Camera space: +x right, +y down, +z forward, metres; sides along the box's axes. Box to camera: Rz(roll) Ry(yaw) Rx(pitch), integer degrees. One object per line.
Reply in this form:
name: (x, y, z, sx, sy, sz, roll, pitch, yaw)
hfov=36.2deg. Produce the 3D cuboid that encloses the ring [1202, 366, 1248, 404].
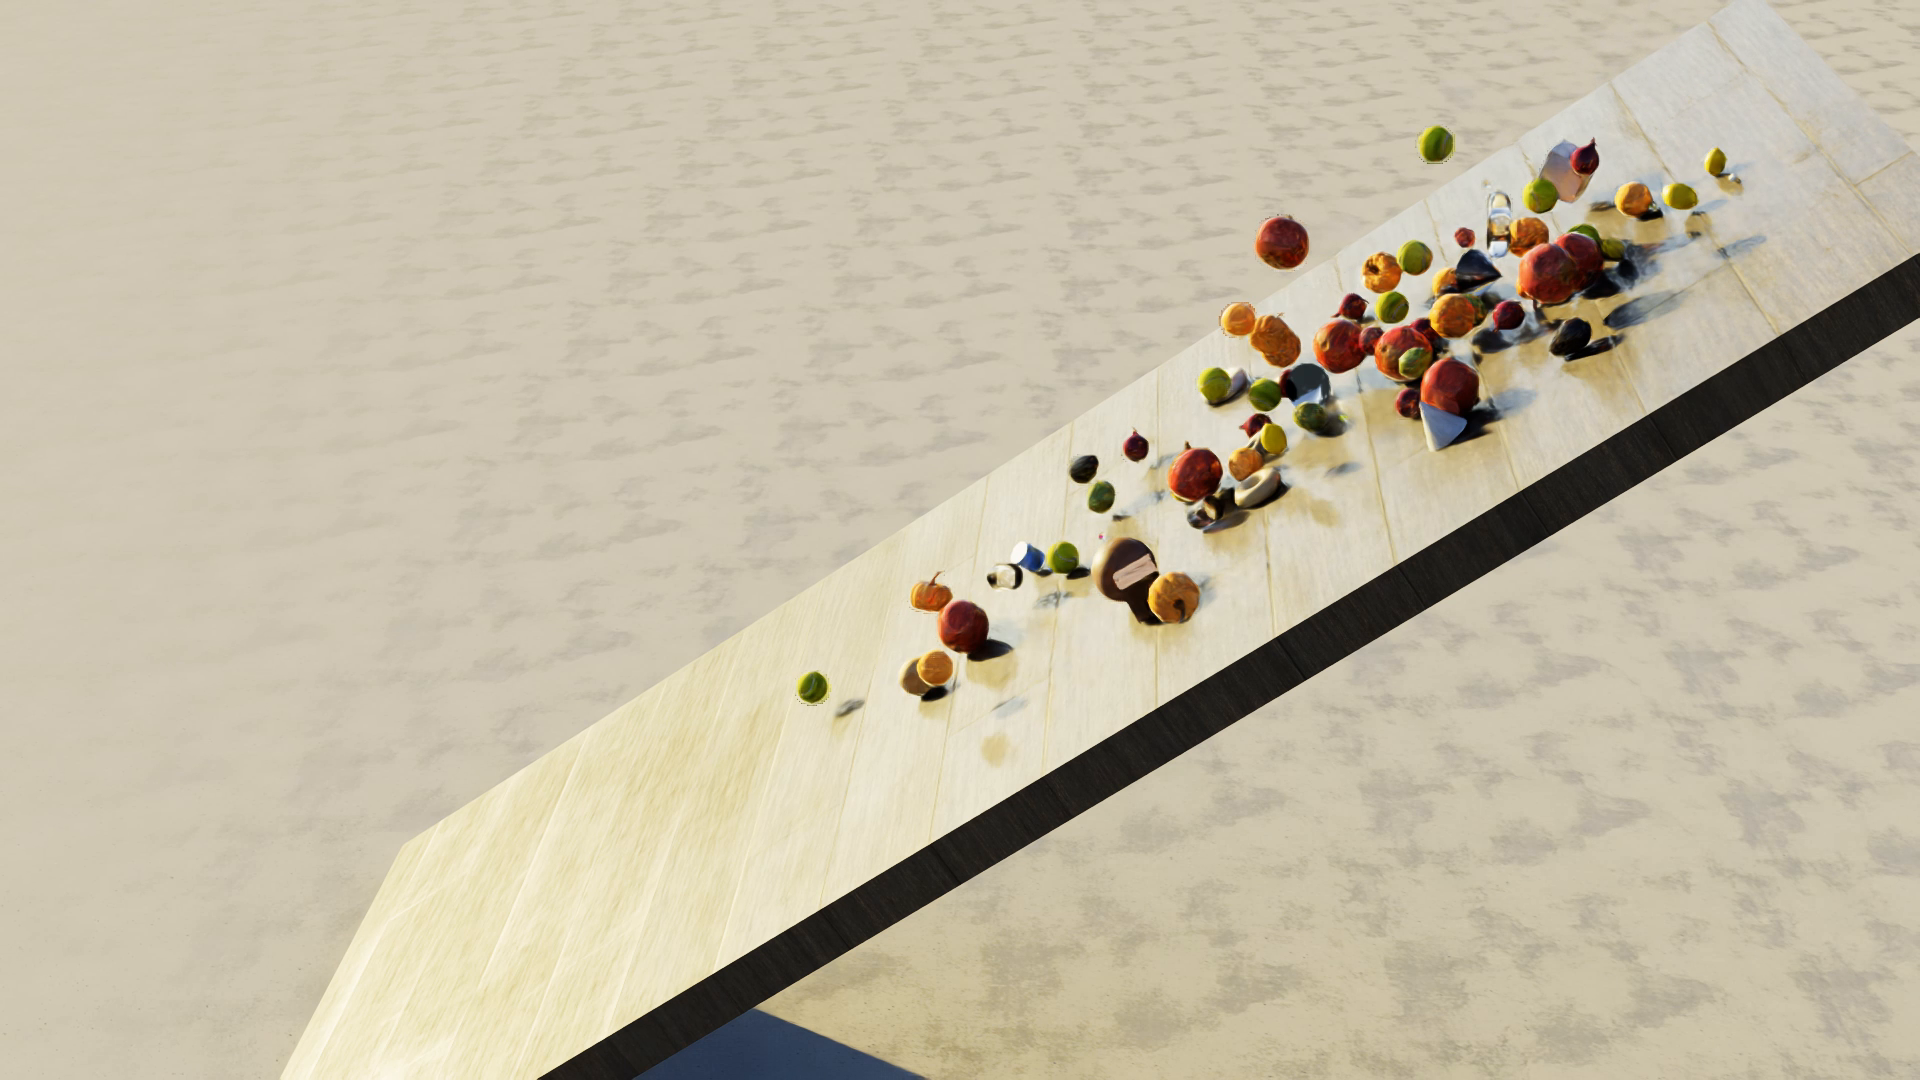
ring: (0.593, -0.346, 6.588, 0.116, 0.039, 0.116, -34, 14, 10)

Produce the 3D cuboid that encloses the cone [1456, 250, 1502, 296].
cone: (1.072, -0.539, 5.964, 0.096, 0.096, 0.096, -10, 13, -23)

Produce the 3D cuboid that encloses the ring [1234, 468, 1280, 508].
ring: (0.594, -0.104, 5.874, 0.105, 0.035, 0.105, -34, 17, 11)

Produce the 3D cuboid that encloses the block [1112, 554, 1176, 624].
block: (0.355, 0.094, 5.684, 0.081, 0.081, 0.081, -30, 23, 4)

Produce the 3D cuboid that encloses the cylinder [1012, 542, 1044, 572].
cylinder: (0.147, 0.037, 6.363, 0.052, 0.052, 0.052, 28, 6, -31)

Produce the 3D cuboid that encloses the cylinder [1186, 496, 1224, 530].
cylinder: (0.491, -0.054, 5.899, 0.054, 0.054, 0.054, -22, -8, -44)

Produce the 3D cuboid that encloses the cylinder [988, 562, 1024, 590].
cylinder: (0.096, 0.078, 6.208, 0.057, 0.057, 0.057, -12, 3, -28)

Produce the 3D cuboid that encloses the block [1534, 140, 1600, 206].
block: (1.269, -0.768, 6.144, 0.087, 0.087, 0.087, 31, 34, 16)

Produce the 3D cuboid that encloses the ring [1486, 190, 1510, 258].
ring: (1.082, -0.634, 5.909, 0.046, 0.137, 0.137, 0, 21, 8)

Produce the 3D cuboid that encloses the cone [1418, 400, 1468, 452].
cone: (0.883, -0.228, 5.490, 0.090, 0.090, 0.090, -40, 13, 11)

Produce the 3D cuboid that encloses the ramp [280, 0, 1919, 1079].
ramp: (0.136, 0.173, 6.304, 4.000, 0.100, 2.000, -32, 16, 15)

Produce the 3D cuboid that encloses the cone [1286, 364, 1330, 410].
cone: (0.750, -0.322, 6.163, 0.100, 0.100, 0.100, 12, 11, 29)

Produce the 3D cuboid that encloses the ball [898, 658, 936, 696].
ball: (-0.090, 0.285, 6.129, 0.077, 0.077, 0.077, 0, 21, 0)

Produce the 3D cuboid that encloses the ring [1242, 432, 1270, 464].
ring: (0.610, -0.190, 6.073, 0.026, 0.078, 0.078, 32, 19, -10)
